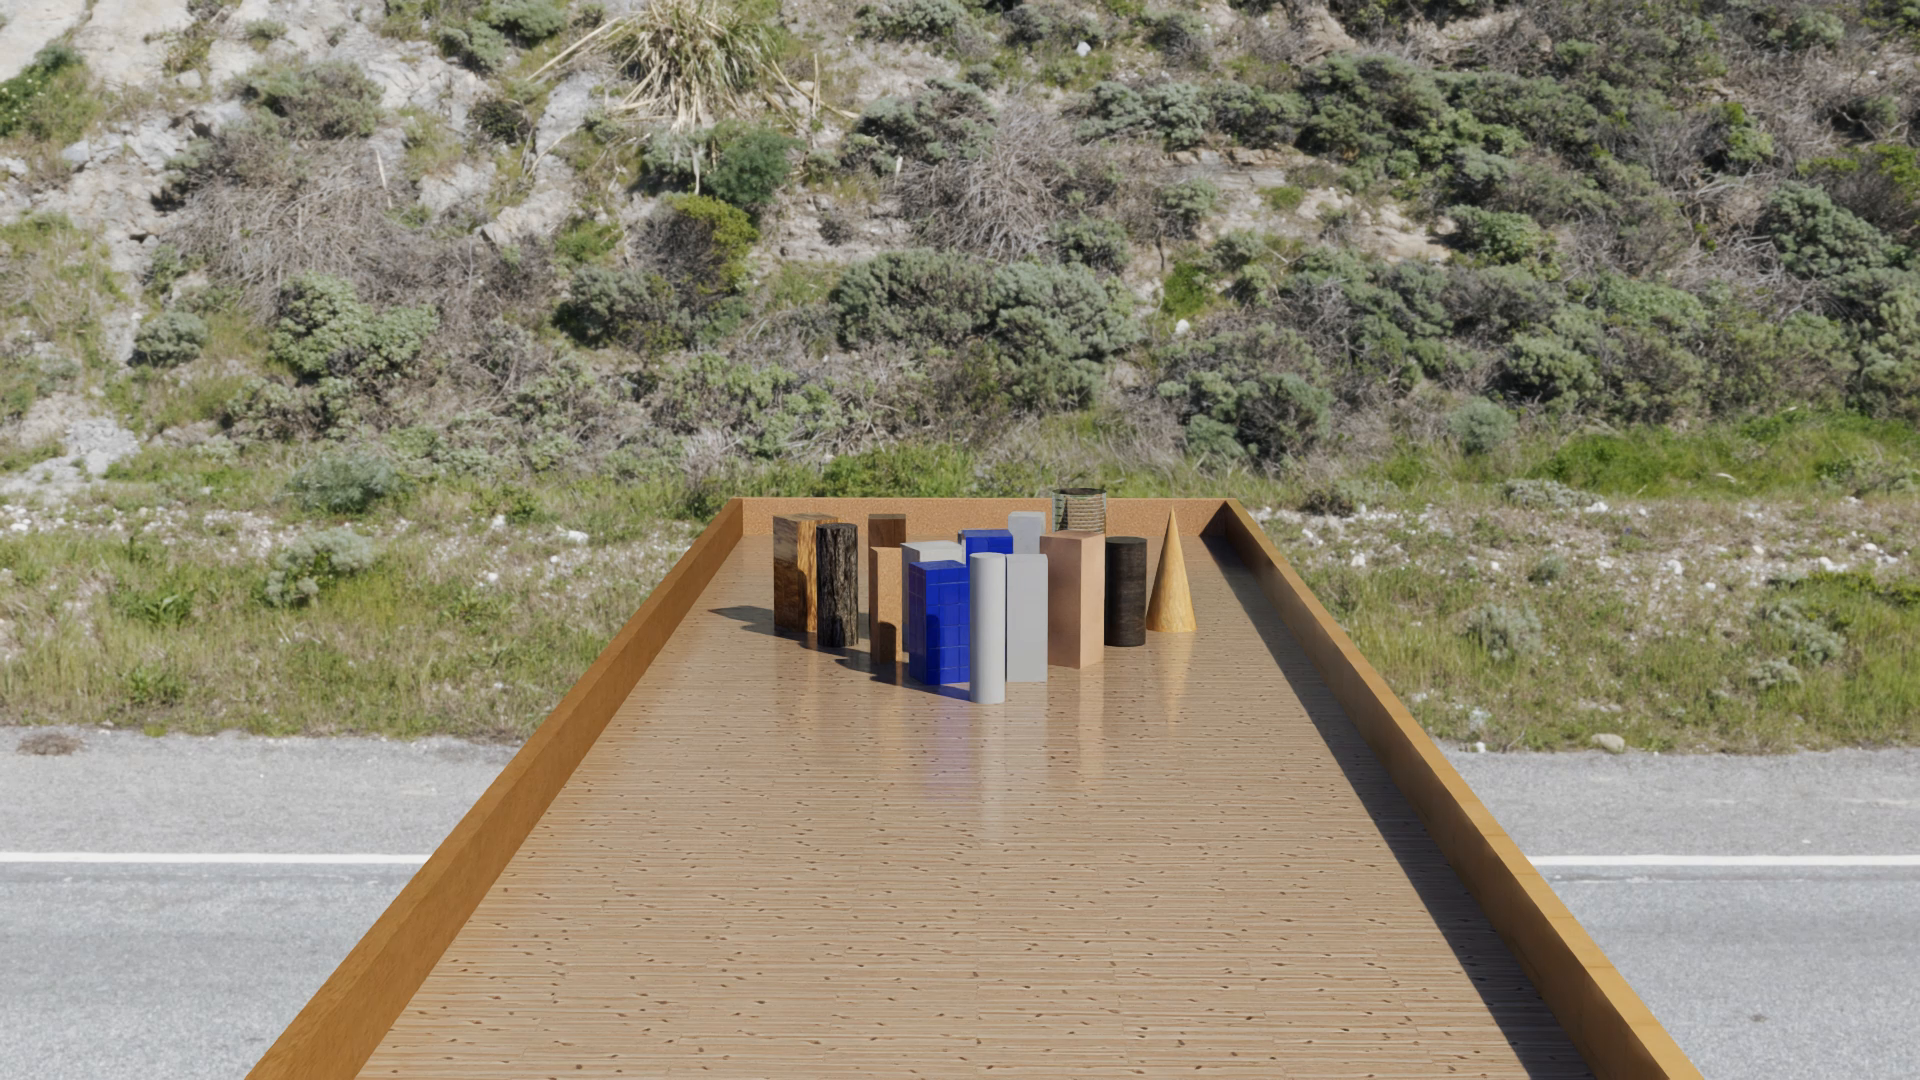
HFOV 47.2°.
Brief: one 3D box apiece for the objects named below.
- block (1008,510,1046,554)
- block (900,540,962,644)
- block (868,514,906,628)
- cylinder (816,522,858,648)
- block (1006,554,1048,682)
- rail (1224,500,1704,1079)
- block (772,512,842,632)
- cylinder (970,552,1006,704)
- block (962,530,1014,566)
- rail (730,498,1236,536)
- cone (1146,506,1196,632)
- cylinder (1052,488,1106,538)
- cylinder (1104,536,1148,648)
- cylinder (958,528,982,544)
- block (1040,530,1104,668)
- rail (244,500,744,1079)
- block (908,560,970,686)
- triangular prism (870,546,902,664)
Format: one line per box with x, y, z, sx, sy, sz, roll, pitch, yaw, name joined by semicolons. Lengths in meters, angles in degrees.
0.210;0.120;6.938;0.103;0.411;0.103;2;9;11;block
-0.082;0.171;6.934;0.165;0.312;0.165;-4;10;-23;block
-0.238;0.101;7.225;0.122;0.360;0.122;0;9;-1;block
-0.386;0.141;6.923;0.130;0.375;0.130;0;9;0;cylinder
0.195;0.227;6.436;0.118;0.358;0.118;0;9;-1;block
1.046;0.843;3.208;0.050;0.150;12.000;0;9;1;rail
-0.499;0.103;7.209;0.165;0.361;0.165;-6;11;-32;block
0.077;0.246;6.144;0.100;0.412;0.100;0;9;0;cylinder
0.082;0.171;6.688;0.143;0.388;0.143;-1;9;-5;block
0.099;-0.098;9.147;2.100;0.150;0.050;0;9;1;rail
0.689;0.083;7.172;0.174;0.411;0.174;0;9;0;cone
0.387;0.065;7.164;0.176;0.450;0.176;0;9;0;cylinder
0.516;0.162;6.936;0.145;0.329;0.145;0;9;0;cylinder
0.054;0.128;7.203;0.125;0.313;0.125;0;9;0;cylinder
0.338;0.177;6.647;0.145;0.391;0.145;6;11;32;block
-1.004;0.839;3.234;0.050;0.150;12.000;0;9;1;rail
-0.058;0.239;6.418;0.141;0.338;0.141;-4;10;-22;block
-0.241;0.195;6.681;0.085;0.343;0.098;8;12;43;triangular prism
